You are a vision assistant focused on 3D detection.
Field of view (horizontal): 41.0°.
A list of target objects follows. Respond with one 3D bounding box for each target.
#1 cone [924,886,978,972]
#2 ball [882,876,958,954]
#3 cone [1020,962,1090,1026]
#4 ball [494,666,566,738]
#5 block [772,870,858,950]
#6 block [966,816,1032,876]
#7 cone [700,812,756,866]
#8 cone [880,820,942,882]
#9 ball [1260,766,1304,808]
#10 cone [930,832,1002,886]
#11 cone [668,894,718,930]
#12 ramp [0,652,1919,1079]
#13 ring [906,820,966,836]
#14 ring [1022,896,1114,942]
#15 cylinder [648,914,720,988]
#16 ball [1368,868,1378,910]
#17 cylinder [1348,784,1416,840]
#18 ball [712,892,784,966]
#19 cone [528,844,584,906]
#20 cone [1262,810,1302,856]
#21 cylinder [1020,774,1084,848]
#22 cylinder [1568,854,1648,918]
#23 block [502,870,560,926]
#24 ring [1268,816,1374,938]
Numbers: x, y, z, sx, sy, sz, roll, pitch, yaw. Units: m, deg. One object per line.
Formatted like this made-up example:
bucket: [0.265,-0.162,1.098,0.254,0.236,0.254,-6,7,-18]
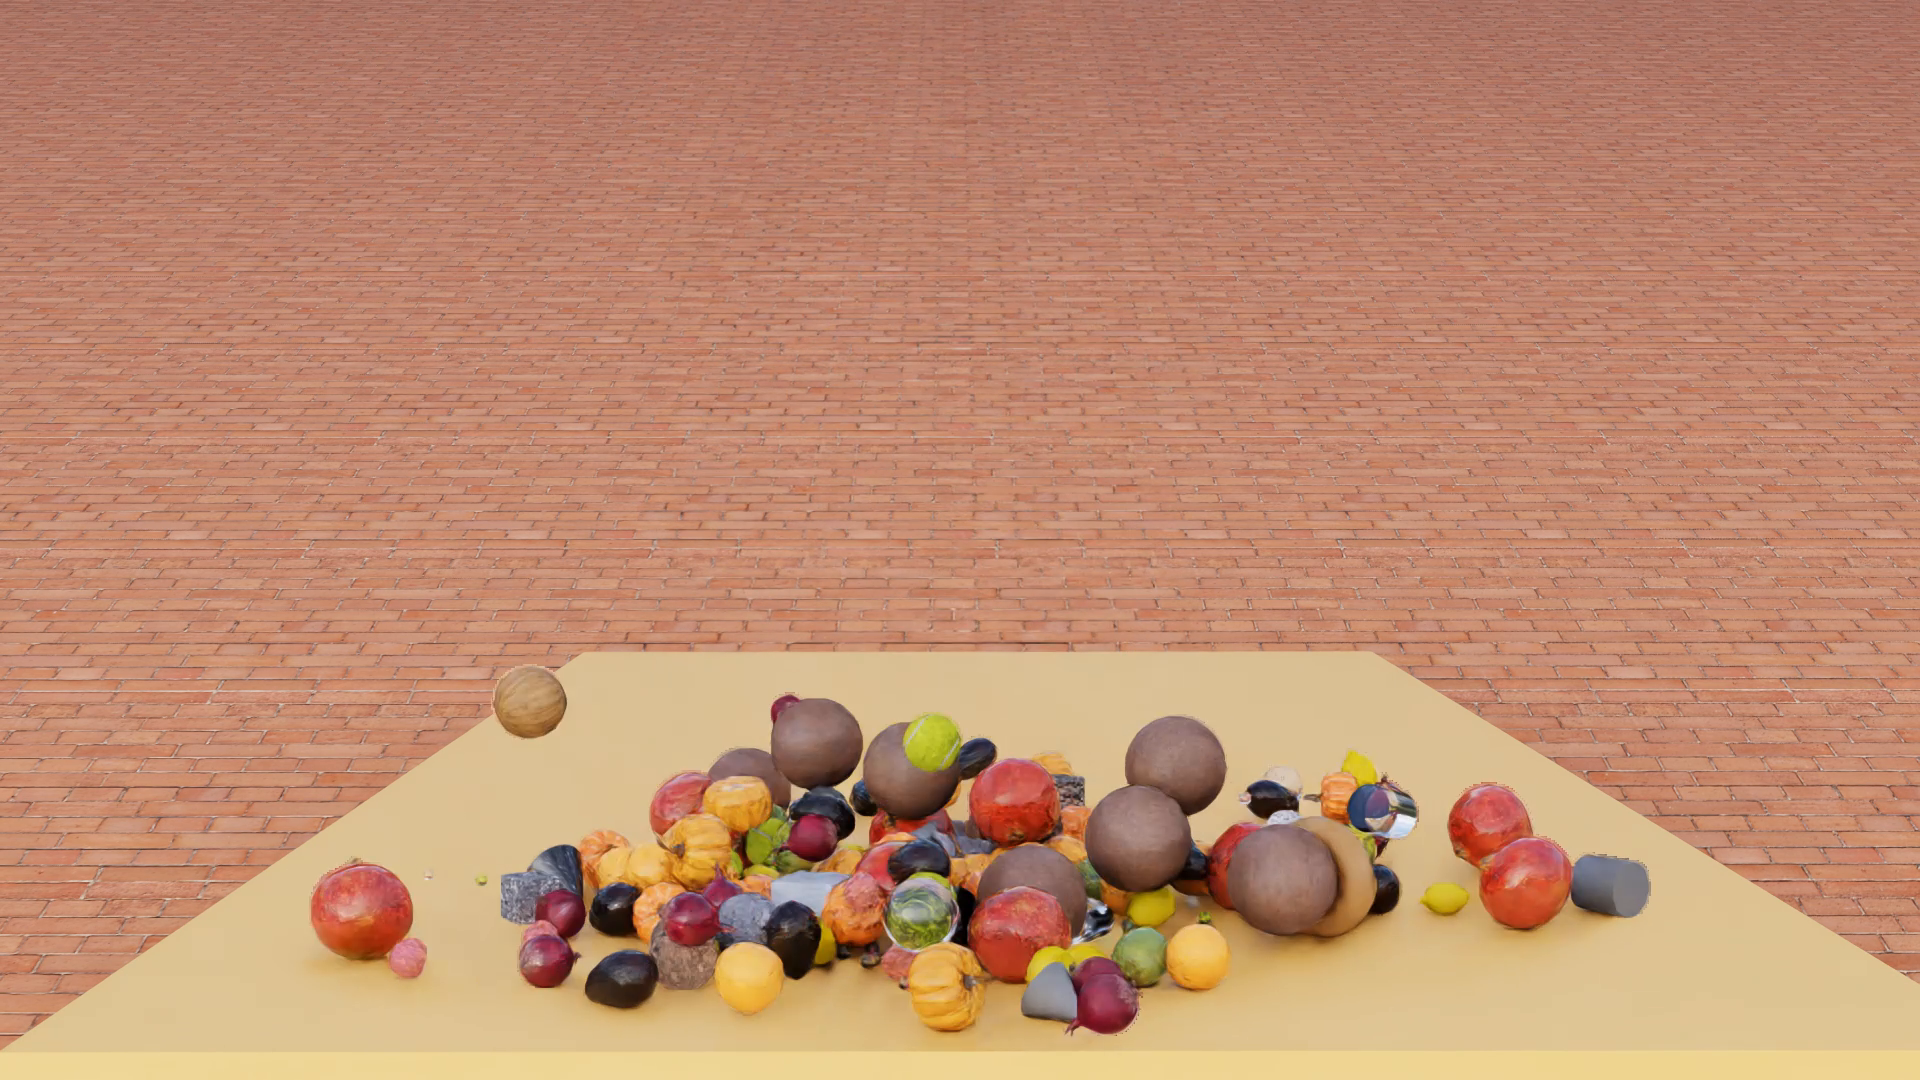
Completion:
cone: [-0.007,0.461,2.920,0.097,0.097,0.097,-8,33,-21]
ball: [-0.042,0.400,2.737,0.081,0.081,0.081,0,21,0]
cone: [0.110,0.482,2.653,0.067,0.067,0.067,34,37,32]
ball: [-0.538,0.204,3.216,0.090,0.090,0.090,0,21,0]
block: [-0.171,0.437,3.035,0.077,0.077,0.077,1,3,21]
block: [0.053,0.416,3.494,0.068,0.068,0.068,-2,2,-26]
cone: [-0.306,0.430,3.559,0.078,0.078,0.078,-17,40,-38]
cone: [-0.047,0.397,3.370,0.087,0.087,0.087,8,42,20]
ball: [0.506,0.387,4.038,0.066,0.066,0.066,0,21,0]
cone: [0.015,0.399,3.280,0.083,0.083,0.083,-17,25,-15]
cone: [-0.308,0.460,3.061,0.062,0.062,0.062,7,-21,17]
ramp: [0.049,0.444,4.532,2.000,0.100,4.000,0,3,0]
ring: [-0.011,0.423,3.592,0.137,0.046,0.137,1,3,0]
ring: [0.129,0.455,3.077,0.111,0.037,0.111,-2,7,0]
cylinder: [-0.304,0.451,2.825,0.073,0.073,0.073,-4,-3,-11]
ball: [0.461,0.422,3.139,0.096,0.096,0.096,0,21,0]
cylinder: [0.511,0.328,3.107,0.060,0.060,0.060,18,3,-45]
ball: [-0.239,0.440,2.910,0.081,0.081,0.081,0,21,0]
cone: [-0.500,0.445,3.278,0.081,0.081,0.081,-14,38,-33]
cone: [0.442,0.427,3.600,0.078,0.078,0.078,-14,-17,-32]
cylinder: [0.132,0.390,3.706,0.094,0.094,0.094,1,1,0]
cylinder: [0.809,0.432,3.205,0.069,0.069,0.069,-16,12,-35]
block: [-0.531,0.442,3.175,0.054,0.054,0.054,-2,4,-33]
ring: [0.431,0.402,3.067,0.049,0.146,0.146,-9,21,-44]
